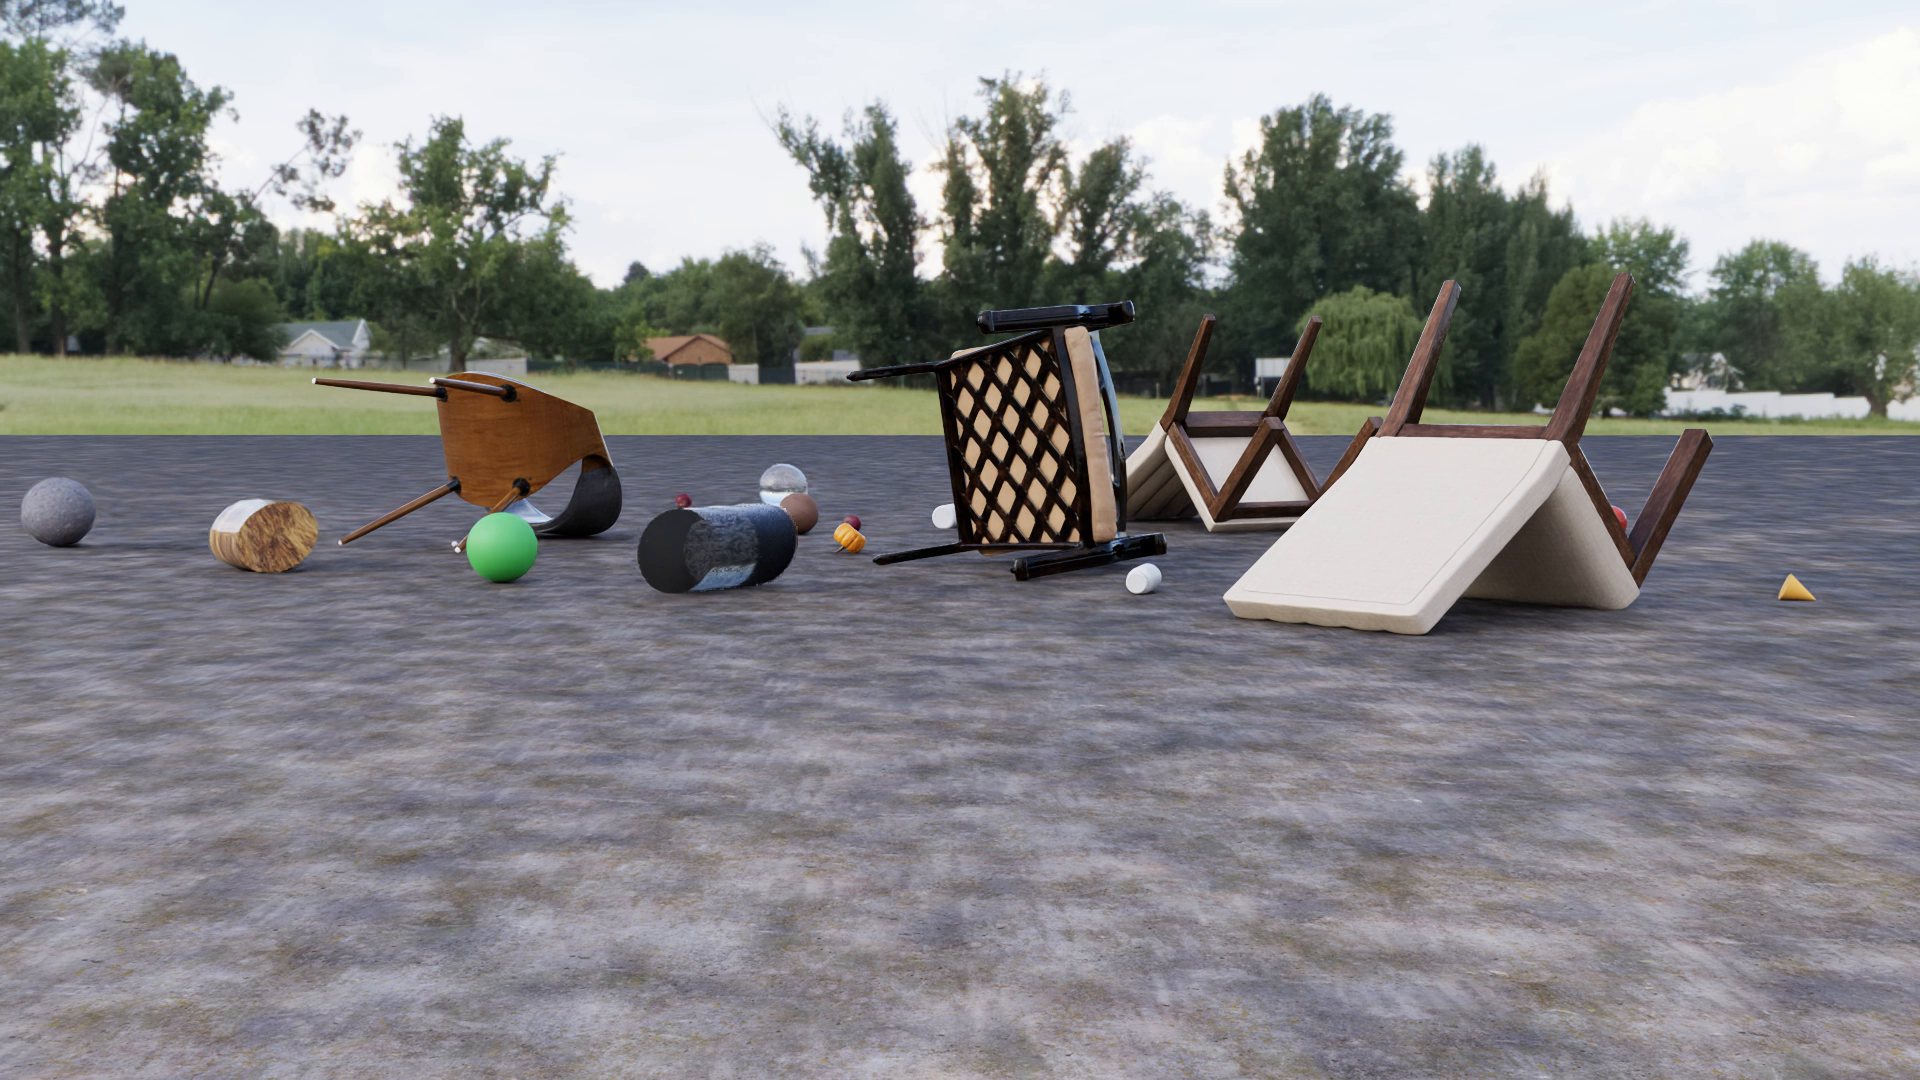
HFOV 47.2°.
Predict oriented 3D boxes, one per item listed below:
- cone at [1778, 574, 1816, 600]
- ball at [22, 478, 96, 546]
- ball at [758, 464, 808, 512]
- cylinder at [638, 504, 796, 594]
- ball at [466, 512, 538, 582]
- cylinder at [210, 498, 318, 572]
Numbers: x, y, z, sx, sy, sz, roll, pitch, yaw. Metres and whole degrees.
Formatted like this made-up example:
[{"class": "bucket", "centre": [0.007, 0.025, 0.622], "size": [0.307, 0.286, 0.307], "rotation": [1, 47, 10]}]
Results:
[{"class": "cone", "centre": [1.791, 0.114, 4.685], "size": [0.070, 0.060, 0.061], "rotation": [25, -21, 11]}, {"class": "ball", "centre": [-2.569, -0.079, 6.268], "size": [0.196, 0.196, 0.196], "rotation": [0, 4, 0]}, {"class": "ball", "centre": [-0.640, -0.187, 7.969], "size": [0.178, 0.178, 0.178], "rotation": [0, 4, 0]}, {"class": "cylinder", "centre": [-0.543, 0.017, 4.925], "size": [0.235, 0.182, 0.274], "rotation": [-20, -9, 35]}, {"class": "ball", "centre": [-1.063, 0.017, 5.107], "size": [0.163, 0.163, 0.163], "rotation": [0, 4, 0]}, {"class": "cylinder", "centre": [-1.737, -0.014, 5.481], "size": [0.207, 0.164, 0.245], "rotation": [-32, 20, -28]}]
